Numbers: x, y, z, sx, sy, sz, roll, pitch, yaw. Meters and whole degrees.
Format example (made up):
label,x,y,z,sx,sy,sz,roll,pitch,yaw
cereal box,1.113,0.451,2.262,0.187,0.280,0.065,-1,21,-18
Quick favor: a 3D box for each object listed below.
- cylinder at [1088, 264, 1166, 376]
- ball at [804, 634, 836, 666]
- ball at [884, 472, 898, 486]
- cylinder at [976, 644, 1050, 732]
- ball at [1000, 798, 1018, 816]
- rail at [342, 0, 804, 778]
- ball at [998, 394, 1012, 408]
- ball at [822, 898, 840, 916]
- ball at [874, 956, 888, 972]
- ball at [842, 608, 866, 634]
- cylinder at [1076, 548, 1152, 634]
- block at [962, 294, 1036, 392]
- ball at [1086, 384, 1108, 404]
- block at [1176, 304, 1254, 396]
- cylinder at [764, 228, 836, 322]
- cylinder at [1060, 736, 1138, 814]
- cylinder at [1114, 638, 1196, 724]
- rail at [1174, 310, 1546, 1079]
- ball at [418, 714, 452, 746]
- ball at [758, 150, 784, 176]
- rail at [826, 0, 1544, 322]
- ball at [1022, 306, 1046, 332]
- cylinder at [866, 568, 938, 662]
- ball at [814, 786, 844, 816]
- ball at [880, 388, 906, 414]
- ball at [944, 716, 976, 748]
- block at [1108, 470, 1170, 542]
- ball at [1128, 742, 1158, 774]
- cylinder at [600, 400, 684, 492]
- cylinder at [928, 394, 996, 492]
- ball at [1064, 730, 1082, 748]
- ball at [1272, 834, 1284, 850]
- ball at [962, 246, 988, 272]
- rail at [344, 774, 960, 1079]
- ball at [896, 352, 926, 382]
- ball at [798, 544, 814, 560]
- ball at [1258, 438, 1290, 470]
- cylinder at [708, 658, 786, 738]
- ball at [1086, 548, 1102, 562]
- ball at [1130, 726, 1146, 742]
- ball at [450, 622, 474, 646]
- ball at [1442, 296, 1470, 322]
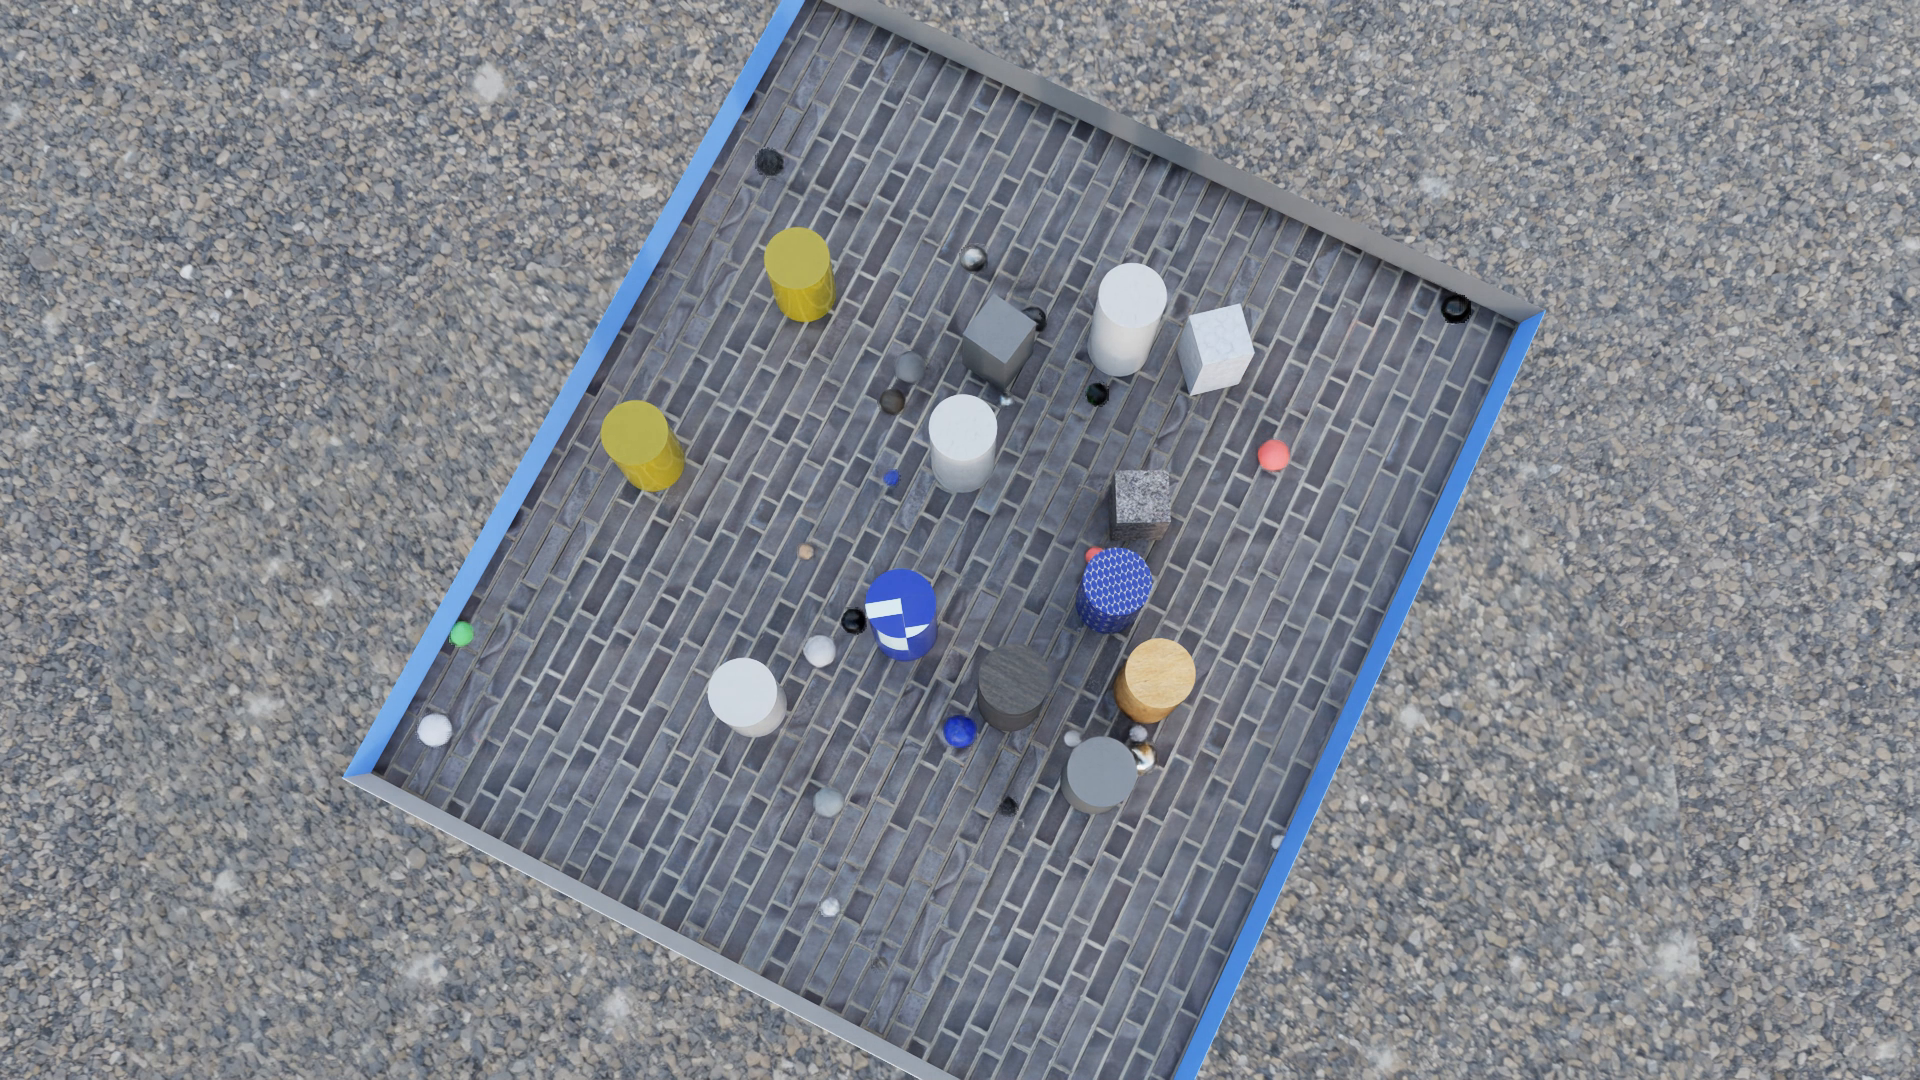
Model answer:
label,x,y,z,sx,sy,sz,roll,pitch,yaw
cylinder,0.497,-0.655,5.507,0.197,0.480,0.197,0,78,0
ball,-0.421,0.333,5.499,0.096,0.096,0.096,0,78,0
ball,-0.212,-0.189,5.633,0.045,0.045,0.045,0,78,0
cylinder,0.149,0.430,5.285,0.197,0.474,0.197,0,78,0
ball,0.144,0.790,5.427,0.051,0.051,0.051,0,78,0
rail,-1.134,-0.548,5.664,0.045,0.128,2.892,26,80,5
ball,0.141,-0.431,5.684,0.044,0.044,0.044,0,78,0
ball,-0.379,1.075,5.368,0.052,0.052,0.052,0,78,0
ball,-0.232,1.236,5.339,0.042,0.042,0.042,0,78,0
ball,-0.320,0.245,5.527,0.075,0.075,0.075,0,78,0
cylinder,0.450,0.154,5.405,0.197,0.353,0.197,0,78,0
block,0.117,-0.597,5.585,0.158,0.305,0.158,36,81,7
ball,0.425,-0.452,5.676,0.067,0.067,0.067,0,78,0
block,0.773,-0.575,5.571,0.158,0.323,0.158,-14,79,-3
cylinder,-0.488,-0.812,5.629,0.197,0.304,0.197,0,78,0
cylinder,0.397,0.683,5.295,0.197,0.353,0.197,0,78,0
cylinder,0.561,0.414,5.323,0.197,0.408,0.197,0,78,0
rail,1.134,0.562,5.434,0.045,0.128,2.892,26,80,5
ball,-1.561,0.566,5.449,0.098,0.098,0.098,0,78,0
ball,-0.602,-1.199,5.823,0.082,0.082,0.082,0,78,0
rail,0.636,-1.239,5.807,2.583,0.128,0.045,26,80,5
ball,0.227,-0.686,5.715,0.085,0.085,0.085,0,78,0
cylinder,-0.165,0.224,5.332,0.197,0.466,0.197,0,78,0
ball,-0.389,0.773,5.412,0.088,0.088,0.088,0,78,0
ball,-0.209,-0.429,5.664,0.081,0.081,0.081,0,78,0
ball,-0.002,0.569,5.450,0.095,0.095,0.095,0,78,0
block,0.536,-0.102,5.504,0.158,0.262,0.158,-1,78,0
ball,0.539,0.647,5.433,0.097,0.097,0.097,0,78,0
cylinder,-0.949,-0.279,5.504,0.197,0.333,0.197,0,78,0
cylinder,0.009,-0.283,5.468,0.197,0.407,0.197,0,78,0
ball,0.338,0.593,5.468,0.050,0.050,0.050,0,78,0
ball,0.942,0.893,5.409,0.045,0.045,0.045,0,78,0
ball,0.046,-0.883,5.757,0.082,0.082,0.082,0,78,0
rail,-0.636,1.253,5.291,2.583,0.128,0.045,26,80,5
ball,-0.153,-0.536,5.678,0.097,0.097,0.097,0,78,0
ball,-0.468,0.036,5.585,0.046,0.046,0.046,0,78,0
ball,0.963,-0.262,5.621,0.097,0.097,0.097,0,78,0
cylinder,-0.618,0.464,5.361,0.197,0.312,0.197,0,78,0
ball,0.414,0.053,5.574,0.063,0.063,0.063,0,78,0
ball,0.531,0.578,5.470,0.052,0.052,0.052,0,78,0
ball,-1.501,0.281,5.522,0.071,0.071,0.071,0,78,0
ball,1.548,-0.722,5.723,0.084,0.084,0.084,0,78,0
